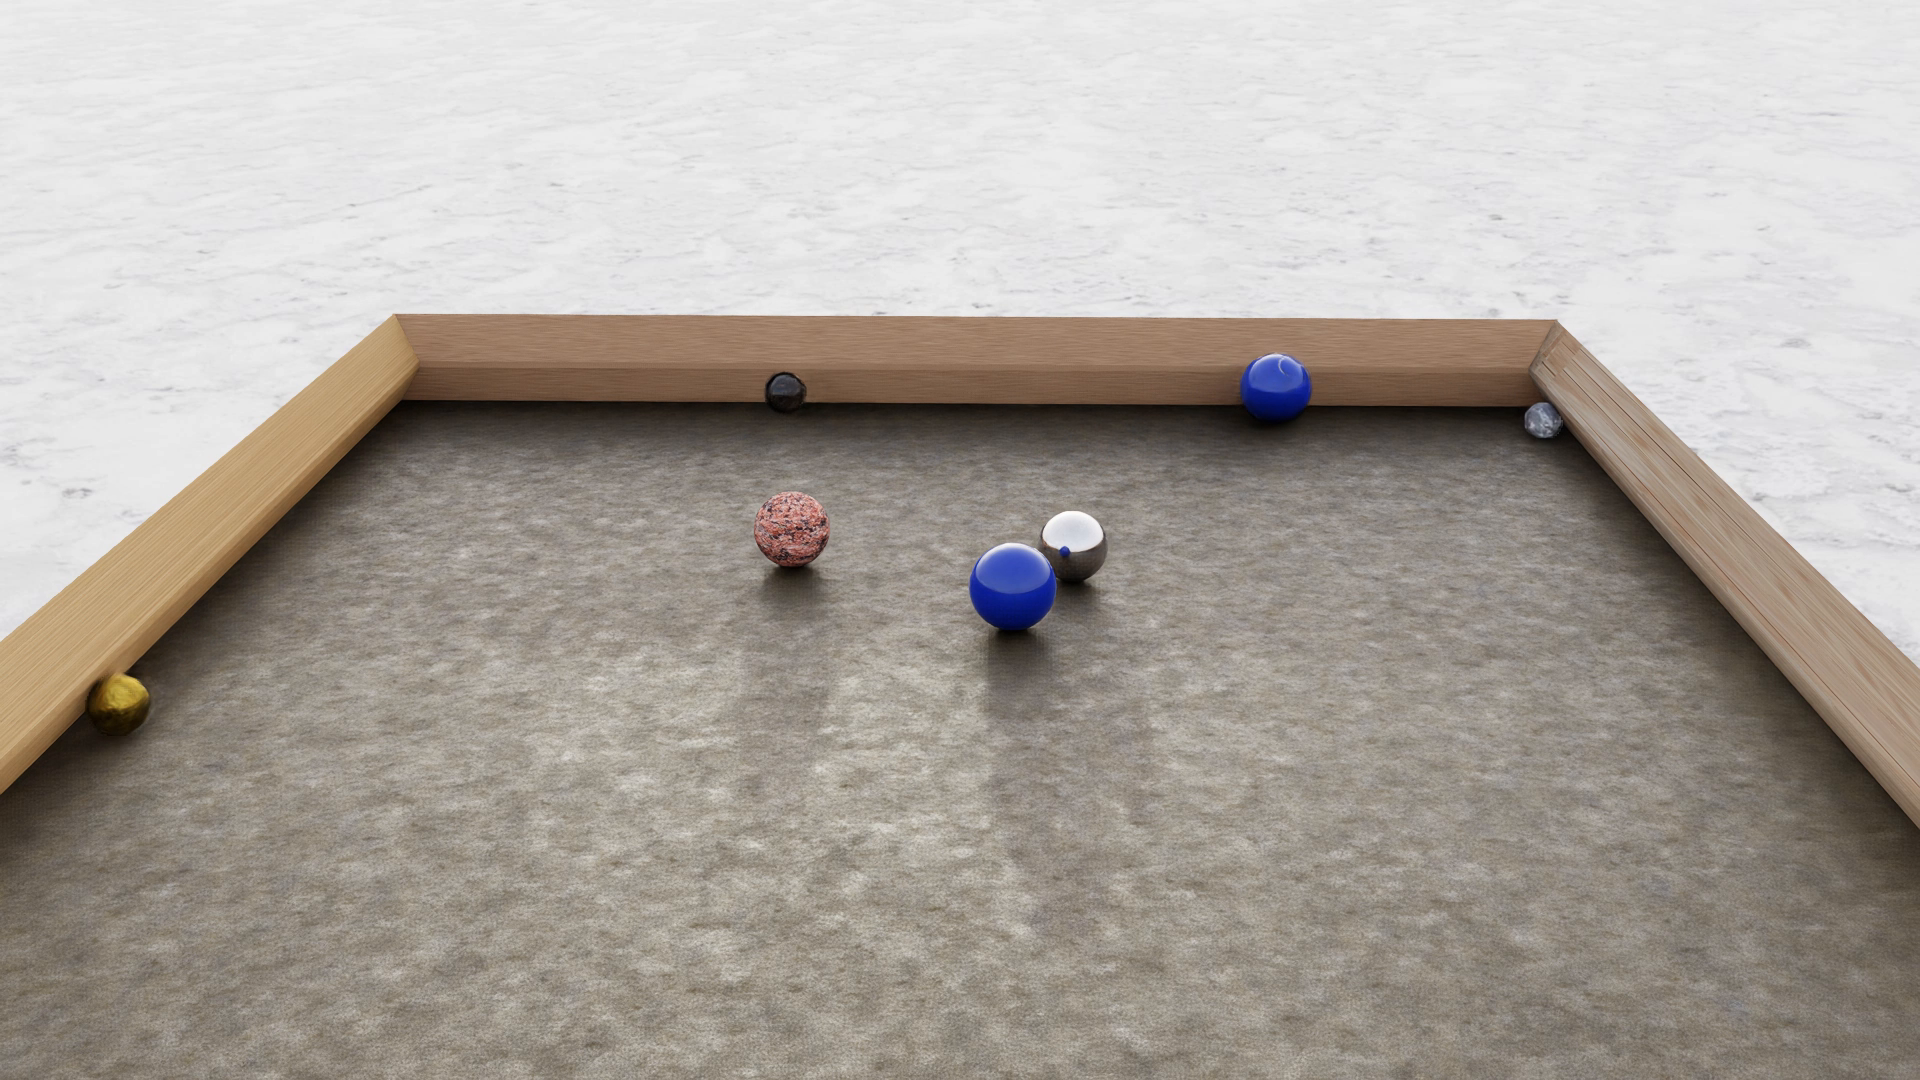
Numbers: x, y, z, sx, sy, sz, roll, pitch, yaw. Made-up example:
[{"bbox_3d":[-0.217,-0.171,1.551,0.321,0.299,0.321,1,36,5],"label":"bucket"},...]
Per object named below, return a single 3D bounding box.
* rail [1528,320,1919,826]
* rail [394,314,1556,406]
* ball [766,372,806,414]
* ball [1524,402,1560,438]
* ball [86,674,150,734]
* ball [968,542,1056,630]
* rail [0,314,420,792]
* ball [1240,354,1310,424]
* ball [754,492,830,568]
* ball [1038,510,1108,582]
[{"bbox_3d":[0.807,0.221,1.787,0.045,0.129,2.998,0,19,1],"label":"rail"},{"bbox_3d":[0.016,-0.257,3.202,1.697,0.129,0.045,0,19,1],"label":"rail"},{"bbox_3d":[-0.252,-0.213,3.185,0.059,0.059,0.059,0,19,0],"label":"ball"},{"bbox_3d":[0.811,-0.167,3.061,0.050,0.050,0.050,0,19,0],"label":"ball"},{"bbox_3d":[-0.801,0.157,2.093,0.057,0.057,0.057,0,19,0],"label":"ball"},{"bbox_3d":[0.056,0.050,2.351,0.094,0.094,0.094,0,19,0],"label":"ball"},{"bbox_3d":[-0.842,0.209,1.822,0.045,0.129,2.998,0,19,1],"label":"rail"},{"bbox_3d":[0.448,-0.216,3.131,0.099,0.099,0.099,0,19,0],"label":"ball"},{"bbox_3d":[-0.195,-0.013,2.546,0.088,0.088,0.088,0,19,0],"label":"ball"},{"bbox_3d":[0.128,0.007,2.498,0.081,0.081,0.081,0,19,0],"label":"ball"}]
